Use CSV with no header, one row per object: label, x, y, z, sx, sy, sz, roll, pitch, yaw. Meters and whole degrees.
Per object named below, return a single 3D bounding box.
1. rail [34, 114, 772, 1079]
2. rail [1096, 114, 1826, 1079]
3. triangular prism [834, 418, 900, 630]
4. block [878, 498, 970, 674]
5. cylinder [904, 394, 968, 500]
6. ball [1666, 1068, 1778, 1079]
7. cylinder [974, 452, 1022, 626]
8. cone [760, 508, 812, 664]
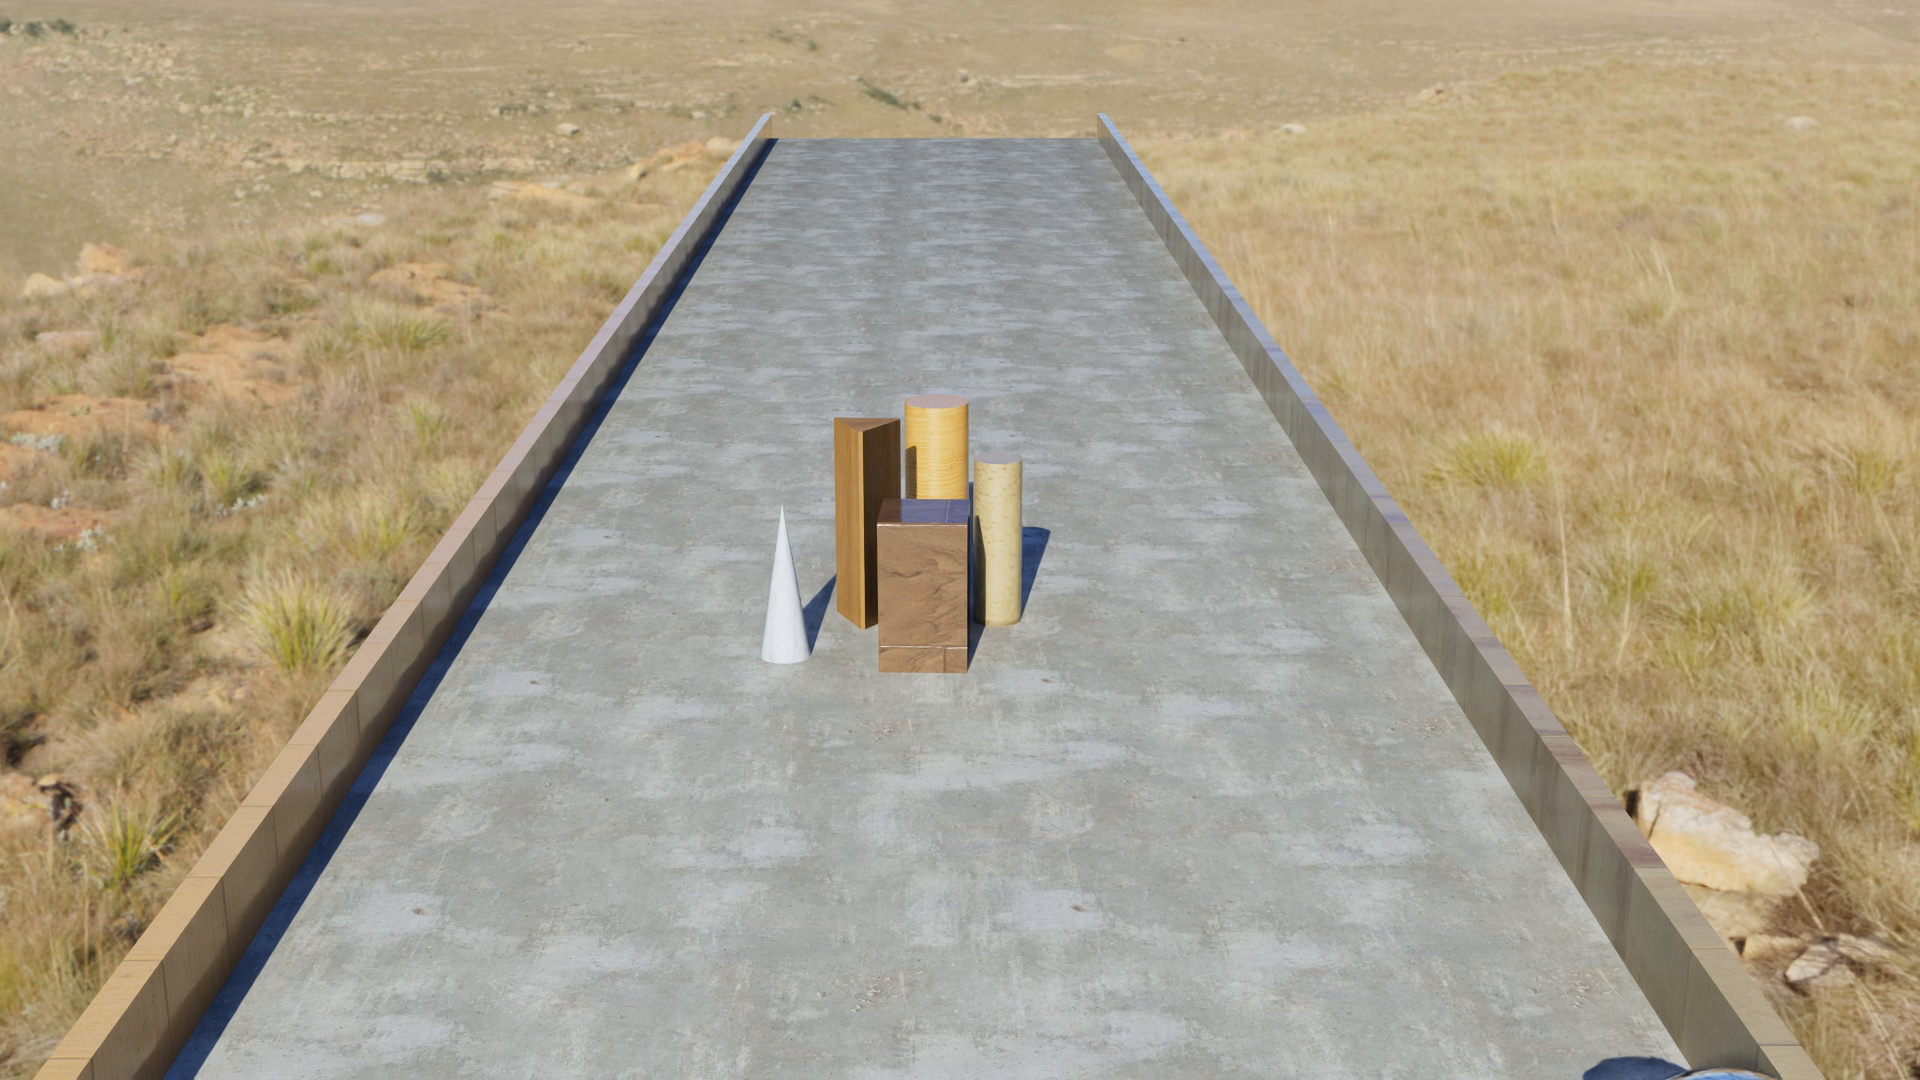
rail,-1.118,-0.838,7.780,0.050,0.150,12.000,0,17,-1
rail,0.932,-0.844,7.801,0.050,0.150,12.000,0,17,-1
triangular prism,-0.213,-0.042,4.623,0.119,0.426,0.137,11,20,33
block,-0.070,0.090,4.384,0.175,0.308,0.175,1,17,2
cylinder,-0.052,-0.113,4.901,0.142,0.402,0.142,0,17,0
ball,0.830,0.708,2.367,0.273,0.273,0.273,0,17,0
cylinder,0.079,-0.001,4.613,0.101,0.352,0.101,0,17,0
cone,-0.352,0.081,4.401,0.103,0.316,0.103,0,17,0
